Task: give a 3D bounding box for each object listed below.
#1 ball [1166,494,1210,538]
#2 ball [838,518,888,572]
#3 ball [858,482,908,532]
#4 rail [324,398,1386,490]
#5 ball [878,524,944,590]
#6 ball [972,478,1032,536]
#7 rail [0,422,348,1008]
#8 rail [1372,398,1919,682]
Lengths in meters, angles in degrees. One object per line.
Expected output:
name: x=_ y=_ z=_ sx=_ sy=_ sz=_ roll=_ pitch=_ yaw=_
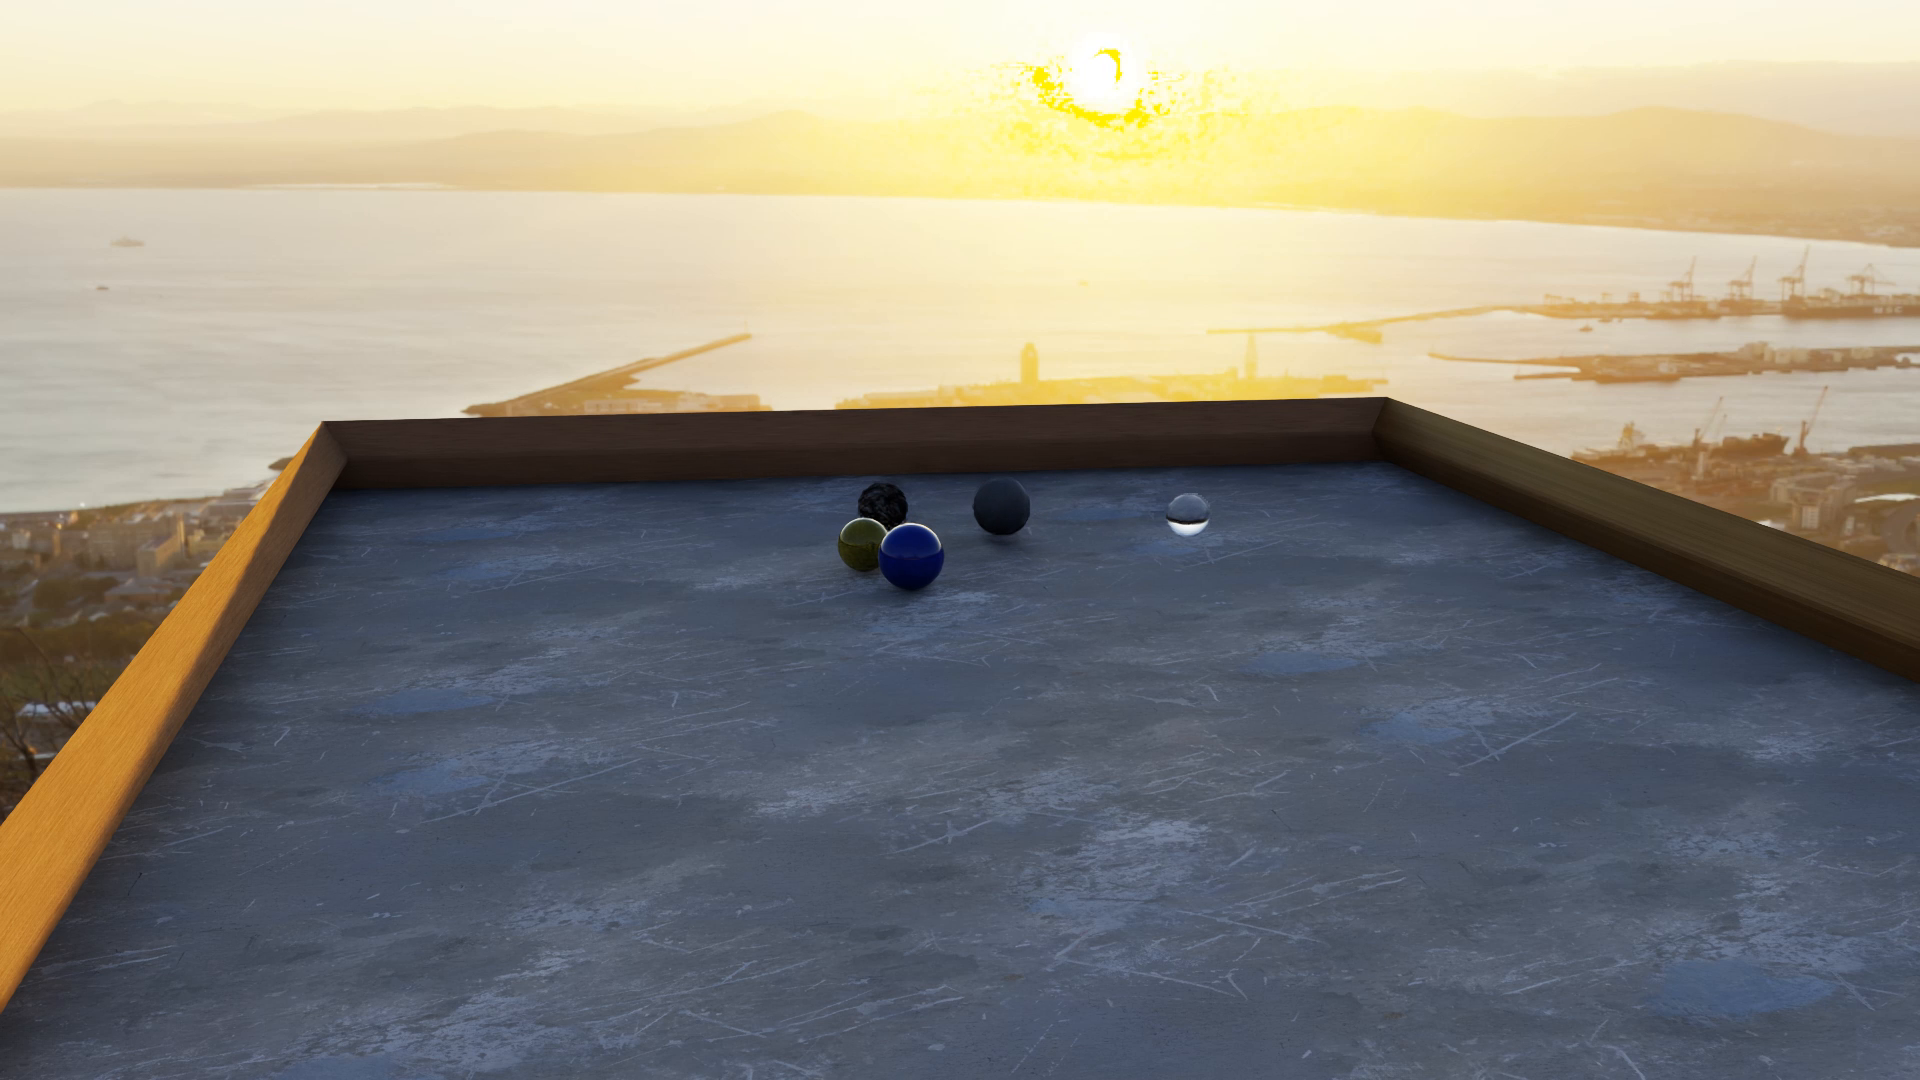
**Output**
ball: x=0.348 y=-0.037 z=3.360 sx=0.066 sy=0.066 sz=0.066 roll=0 pitch=11 yaw=0
ball: x=-0.135 y=0.007 z=3.106 sx=0.076 sy=0.076 sz=0.076 roll=0 pitch=11 yaw=0
ball: x=-0.120 y=-0.050 z=3.399 sx=0.077 sy=0.077 sz=0.077 roll=0 pitch=11 yaw=0
rail: x=-0.145 y=-0.173 z=3.923 sx=1.922 sy=0.118 sz=0.045 roll=-2 pitch=11 yaw=-10
ball: x=-0.067 y=0.023 z=2.984 sx=0.091 sy=0.091 sz=0.091 roll=0 pitch=11 yaw=0
ball: x=0.064 y=-0.051 z=3.369 sx=0.089 sy=0.089 sz=0.089 roll=0 pitch=11 yaw=0
rail: x=-0.774 y=0.172 z=2.128 sx=0.045 sy=0.118 sz=3.428 roll=-2 pitch=11 yaw=-10
rail: x=1.072 y=0.111 z=2.449 sx=0.045 sy=0.118 sz=3.428 roll=-2 pitch=11 yaw=-10
